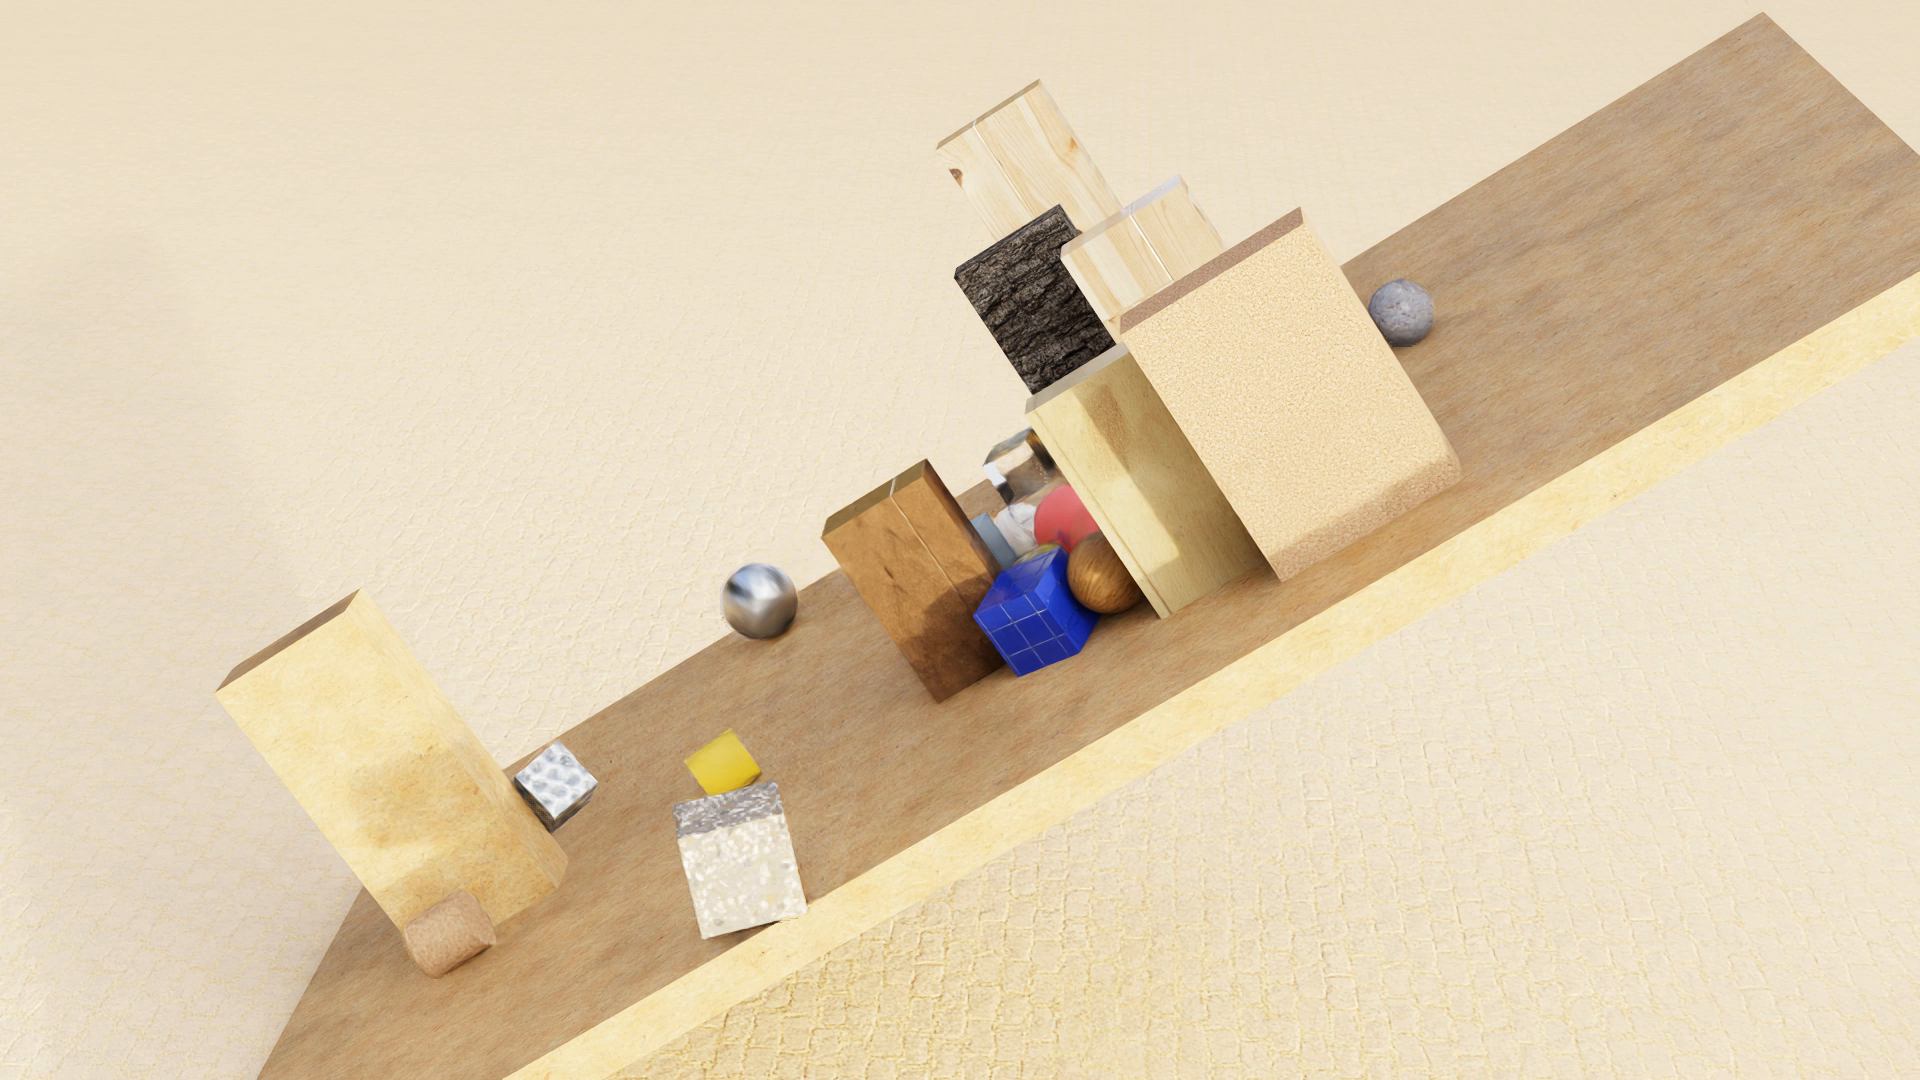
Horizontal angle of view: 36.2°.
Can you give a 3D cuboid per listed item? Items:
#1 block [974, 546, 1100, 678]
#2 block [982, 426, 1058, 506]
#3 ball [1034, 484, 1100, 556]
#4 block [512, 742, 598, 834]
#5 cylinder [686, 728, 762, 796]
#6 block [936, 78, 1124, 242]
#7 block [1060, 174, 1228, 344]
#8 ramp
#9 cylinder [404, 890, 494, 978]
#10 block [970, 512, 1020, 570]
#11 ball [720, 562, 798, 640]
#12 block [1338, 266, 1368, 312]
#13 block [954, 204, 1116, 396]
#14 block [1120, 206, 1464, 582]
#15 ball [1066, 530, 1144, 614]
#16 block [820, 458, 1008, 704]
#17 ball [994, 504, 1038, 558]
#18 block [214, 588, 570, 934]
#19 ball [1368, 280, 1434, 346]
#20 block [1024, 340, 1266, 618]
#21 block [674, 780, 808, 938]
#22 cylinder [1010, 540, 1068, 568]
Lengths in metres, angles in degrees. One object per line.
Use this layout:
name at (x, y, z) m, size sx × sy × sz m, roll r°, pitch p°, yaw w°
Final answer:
block at (0.157, 0.143, 5.830) m, size 0.159 × 0.159 × 0.159 m, roll -24°, pitch 21°, yaw 35°
block at (0.143, -0.174, 6.932) m, size 0.117 × 0.117 × 0.117 m, roll -27°, pitch 17°, yaw 26°
ball at (0.244, -0.027, 6.100) m, size 0.185 × 0.185 × 0.185 m, roll 0°, pitch 20°, yaw 0°
block at (-0.909, 0.556, 6.568) m, size 0.130 × 0.130 × 0.130 m, roll 45°, pitch 62°, yaw 8°
cylinder at (-0.504, 0.485, 6.270) m, size 0.120 × 0.120 × 0.120 m, roll -36°, pitch 28°, yaw -6°
block at (0.278, -0.673, 6.895) m, size 0.282 × 0.780 × 0.083 m, roll -31°, pitch 15°, yaw 14°
block at (0.487, -0.470, 6.286) m, size 0.296 × 0.541 × 0.106 m, roll -31°, pitch 15°, yaw 14°
ramp at (0.139, 0.171, 6.296) m, size 4.000 × 0.100 × 2.000 m, roll -31°, pitch 15°, yaw 14°
cylinder at (-1.108, 0.853, 6.383) m, size 0.140 × 0.140 × 0.140 m, roll -32°, pitch 18°, yaw 9°
block at (0.008, 0.101, 6.220) m, size 0.195 × 0.195 × 0.195 m, roll -27°, pitch 17°, yaw 27°
ball at (-0.487, 0.148, 7.140) m, size 0.187 × 0.187 × 0.187 m, roll 0°, pitch 20°, yaw 0°
block at (0.787, -0.448, 6.288) m, size 0.176 × 0.176 × 0.176 m, roll -32°, pitch 15°, yaw 11°
block at (0.261, -0.436, 6.599) m, size 0.277 × 0.575 × 0.086 m, roll -31°, pitch 15°, yaw 14°
block at (0.604, -0.262, 5.362) m, size 0.383 × 0.561 × 0.131 m, roll -31°, pitch 15°, yaw 14°
ball at (0.291, 0.062, 5.768) m, size 0.166 × 0.166 × 0.166 m, roll 0°, pitch 20°, yaw 0°
block at (-0.056, 0.084, 5.959) m, size 0.244 × 0.426 × 0.118 m, roll -31°, pitch 15°, yaw 14°
ball at (0.134, -0.014, 6.428) m, size 0.132 × 0.132 × 0.132 m, roll 0°, pitch 20°, yaw 0°
block at (-1.240, 0.523, 6.454) m, size 0.360 × 0.772 × 0.146 m, roll -31°, pitch 15°, yaw 14°
ball at (0.924, -0.477, 6.159) m, size 0.139 × 0.139 × 0.139 m, roll 0°, pitch 20°, yaw 0°
block at (0.421, -0.156, 5.571) m, size 0.395 × 0.485 × 0.101 m, roll -31°, pitch 15°, yaw 14°
block at (-0.410, 0.592, 5.472) m, size 0.198 × 0.198 × 0.198 m, roll -14°, pitch 15°, yaw -5°
cylinder at (0.184, 0.095, 5.982) m, size 0.134 × 0.134 × 0.134 m, roll -32°, pitch 15°, yaw 10°
